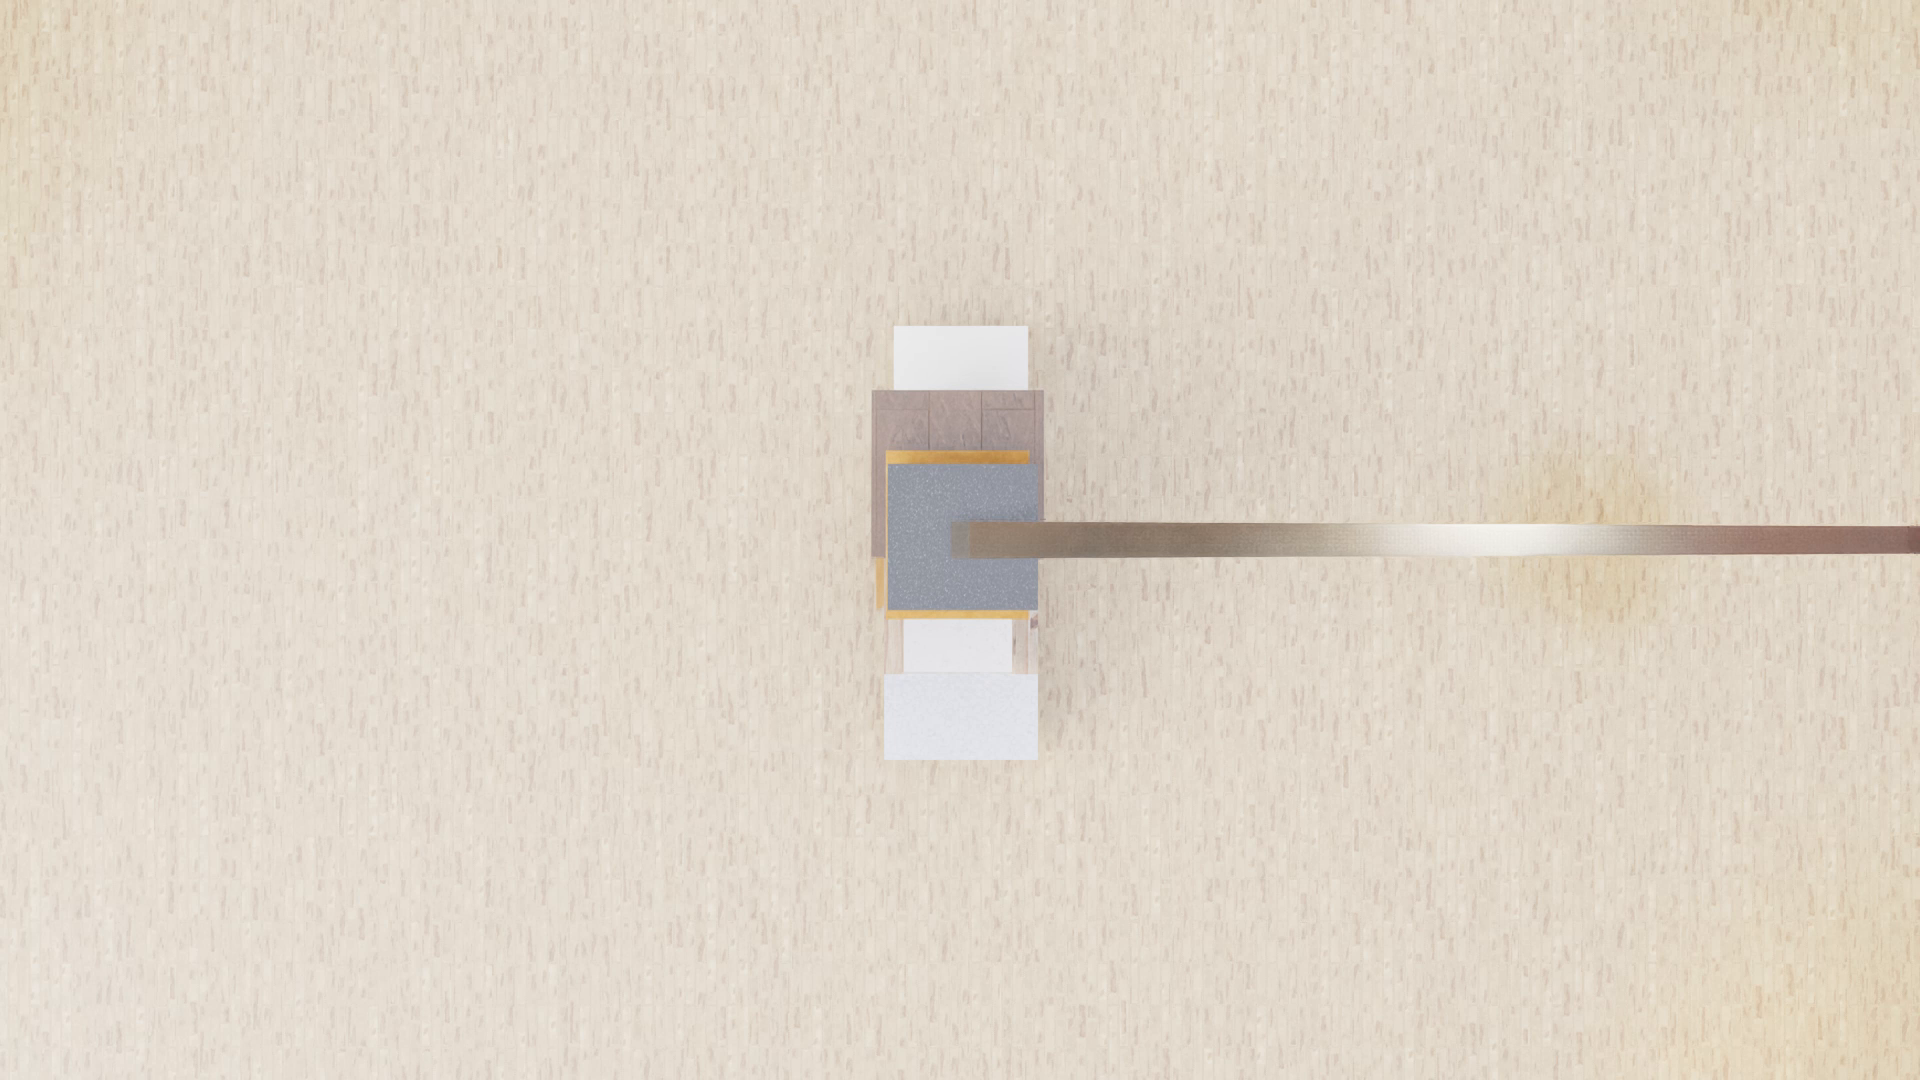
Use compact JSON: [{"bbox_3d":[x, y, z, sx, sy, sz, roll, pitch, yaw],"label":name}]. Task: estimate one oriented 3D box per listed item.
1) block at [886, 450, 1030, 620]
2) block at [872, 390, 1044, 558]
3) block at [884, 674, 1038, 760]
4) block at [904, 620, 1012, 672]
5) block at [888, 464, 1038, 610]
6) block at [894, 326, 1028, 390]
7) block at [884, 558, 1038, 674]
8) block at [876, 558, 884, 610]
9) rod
[{"bbox_3d":[-0.011,-0.028,10.114,0.639,0.597,0.753,0,91,0],"label":"block"},{"bbox_3d":[-0.011,-0.308,10.867,0.817,0.892,0.794,0,89,0],"label":"block"},{"bbox_3d":[0.006,0.797,12.515,0.841,0.969,0.813,0,90,0],"label":"block"},{"bbox_3d":[-0.010,0.377,11.045,0.530,0.508,0.553,0,89,0],"label":"block"},{"bbox_3d":[0.011,-0.018,9.543,0.635,0.546,0.619,0,91,0],"label":"block"},{"bbox_3d":[0.005,-0.863,12.683,0.755,0.635,0.681,0,90,0],"label":"block"},{"bbox_3d":[0.006,0.337,11.666,0.791,0.732,0.731,0,89,0],"label":"block"},{"bbox_3d":[-0.017,-0.066,12.562,0.890,0.877,0.893,0,90,0],"label":"block"},{"bbox_3d":[2.234,0.000,6.089,5.200,0.080,0.080,0,90,-31],"label":"rod"}]
